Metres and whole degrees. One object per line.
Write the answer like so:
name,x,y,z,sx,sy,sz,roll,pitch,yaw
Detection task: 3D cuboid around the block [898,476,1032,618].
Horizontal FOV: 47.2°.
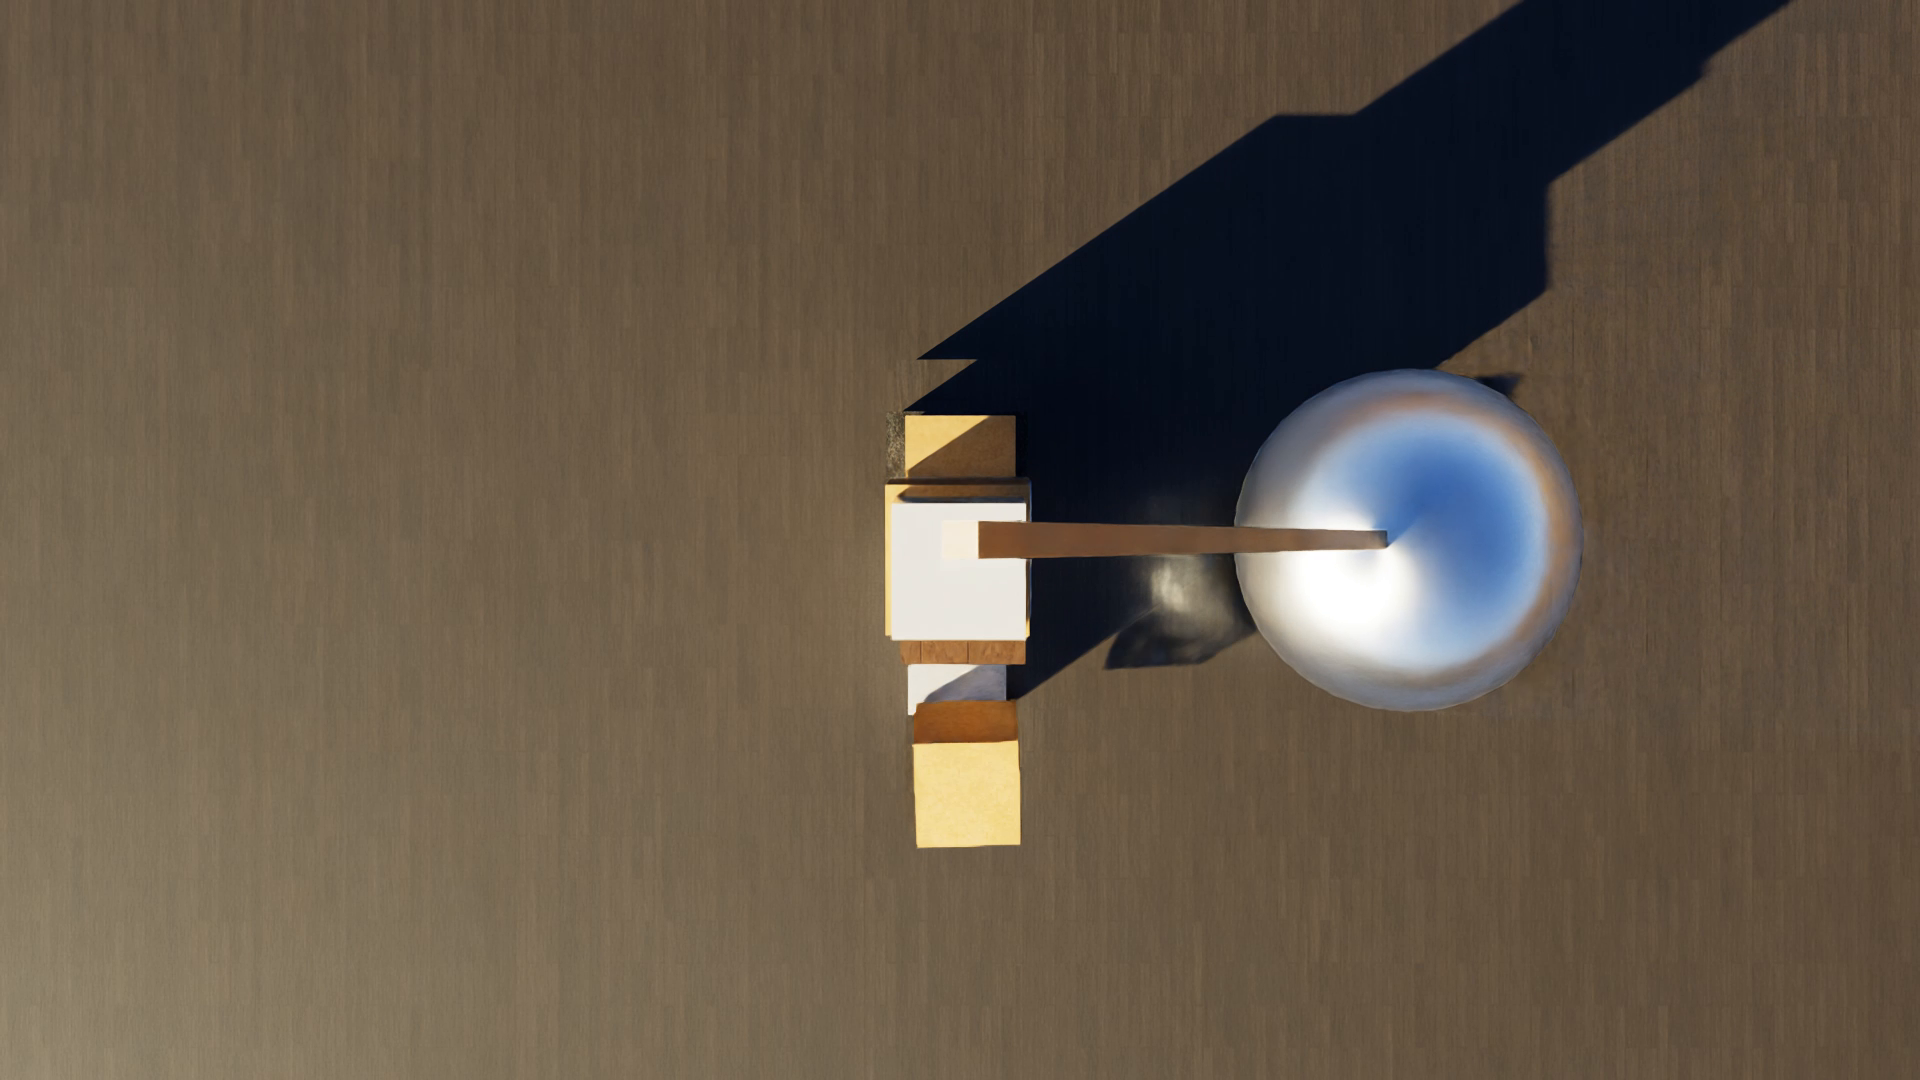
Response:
block,0.014,0.022,10.408,0.629,0.585,0.624,0,94,0

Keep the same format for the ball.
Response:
ball,2.074,0.000,10.228,1.600,1.600,1.600,0,90,0

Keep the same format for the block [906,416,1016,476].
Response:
block,0.002,-0.306,11.032,0.535,0.667,0.598,0,90,0

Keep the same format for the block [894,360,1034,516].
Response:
block,0.018,-0.563,12.551,0.768,0.899,0.862,0,90,0

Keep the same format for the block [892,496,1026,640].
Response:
block,-0.006,0.110,9.271,0.550,0.540,0.560,0,94,0

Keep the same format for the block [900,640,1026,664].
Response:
block,0.018,0.353,12.051,0.667,0.627,0.620,0,90,0

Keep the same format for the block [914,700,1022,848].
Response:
block,0.041,1.286,12.179,0.565,0.634,0.601,-2,106,1

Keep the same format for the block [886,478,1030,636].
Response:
block,-0.011,0.067,9.828,0.624,0.578,0.657,0,94,0

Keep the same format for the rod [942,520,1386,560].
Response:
rod,0.899,0.000,7.037,0.080,5.200,0.080,0,90,20

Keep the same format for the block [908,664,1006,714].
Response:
block,-0.011,0.723,12.710,0.561,0.570,0.527,0,90,1

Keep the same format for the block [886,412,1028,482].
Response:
block,-0.015,-0.315,11.733,0.734,0.736,0.701,0,90,0
